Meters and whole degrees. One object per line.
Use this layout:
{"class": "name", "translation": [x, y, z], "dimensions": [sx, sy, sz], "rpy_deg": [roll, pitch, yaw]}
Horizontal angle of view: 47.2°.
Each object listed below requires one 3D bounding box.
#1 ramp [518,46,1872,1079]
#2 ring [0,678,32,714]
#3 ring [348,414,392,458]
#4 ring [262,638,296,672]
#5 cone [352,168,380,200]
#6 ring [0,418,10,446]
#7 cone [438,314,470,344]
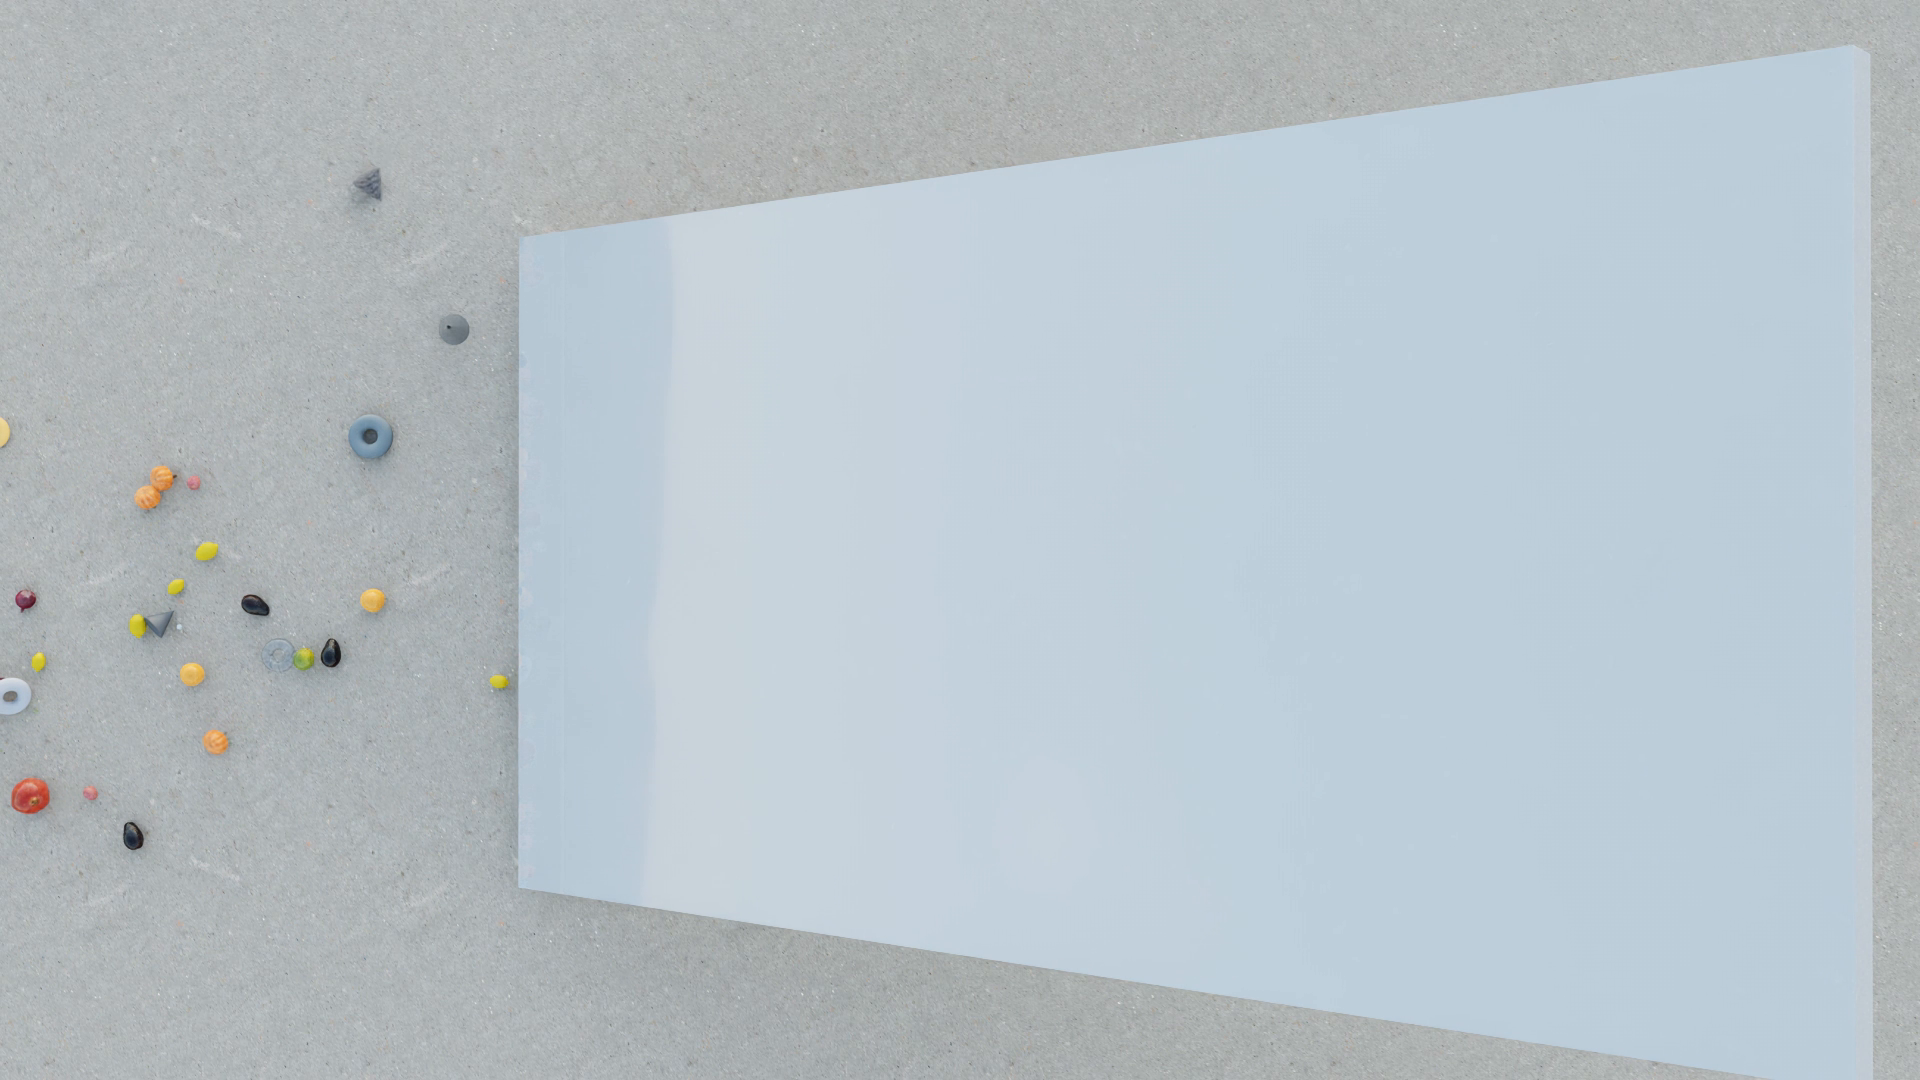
{"class": "ramp", "translation": [0.208, 0.061, 5.523], "dimensions": [4.000, 0.100, 2.000], "rpy_deg": [0, 90, 40]}
{"class": "ring", "translation": [-2.937, 0.483, 6.799], "dimensions": [0.124, 0.041, 0.124], "rpy_deg": [-16, 121, -28]}
{"class": "ring", "translation": [-1.829, -0.321, 6.825], "dimensions": [0.139, 0.046, 0.139], "rpy_deg": [0, 89, 1]}
{"class": "ring", "translation": [-2.114, 0.358, 6.826], "dimensions": [0.108, 0.036, 0.108], "rpy_deg": [0, 91, 0]}
{"class": "cone", "translation": [-1.824, -1.089, 6.831], "dimensions": [0.092, 0.092, 0.092], "rpy_deg": [-29, 116, 0]}
{"class": "ring", "translation": [-3.002, -0.335, 6.831], "dimensions": [0.101, 0.034, 0.101], "rpy_deg": [0, 90, 1]}
{"class": "cone", "translation": [-1.576, -0.656, 6.801], "dimensions": [0.097, 0.097, 0.097], "rpy_deg": [0, 90, 0]}
